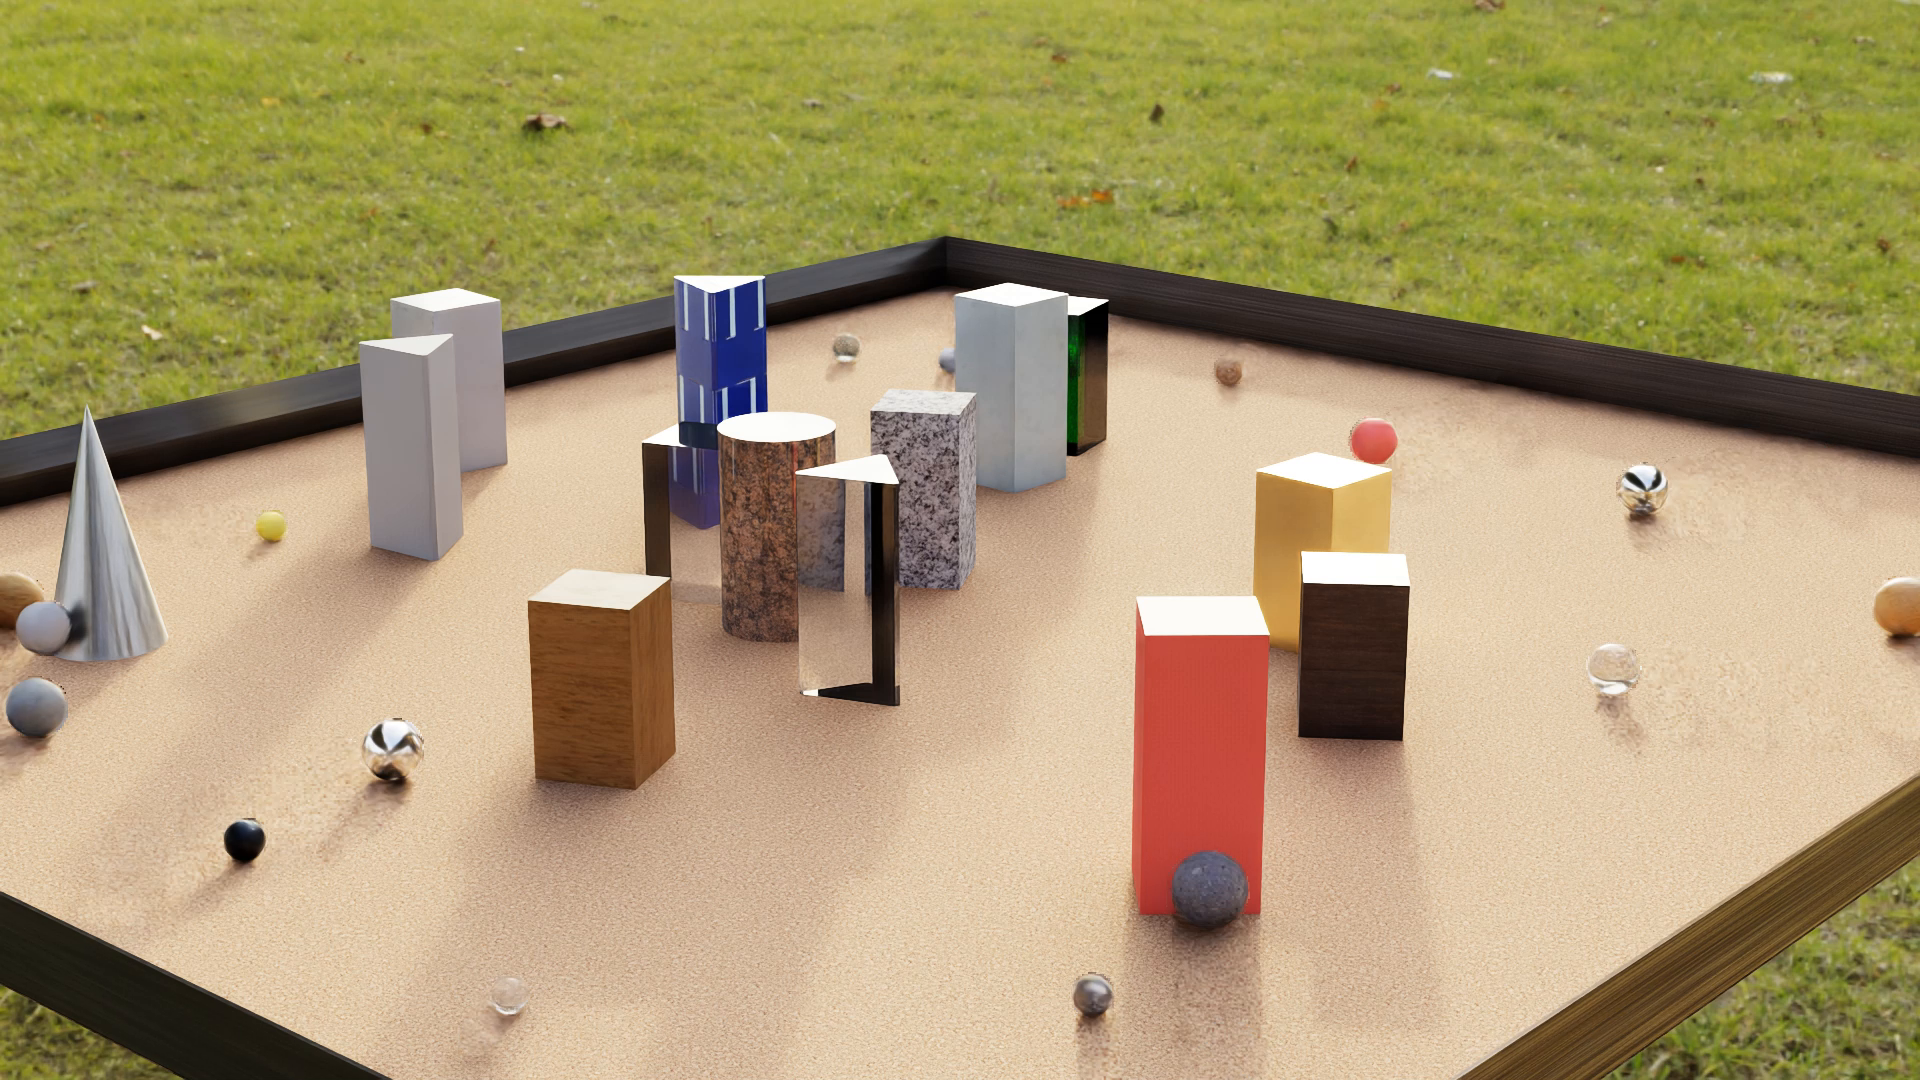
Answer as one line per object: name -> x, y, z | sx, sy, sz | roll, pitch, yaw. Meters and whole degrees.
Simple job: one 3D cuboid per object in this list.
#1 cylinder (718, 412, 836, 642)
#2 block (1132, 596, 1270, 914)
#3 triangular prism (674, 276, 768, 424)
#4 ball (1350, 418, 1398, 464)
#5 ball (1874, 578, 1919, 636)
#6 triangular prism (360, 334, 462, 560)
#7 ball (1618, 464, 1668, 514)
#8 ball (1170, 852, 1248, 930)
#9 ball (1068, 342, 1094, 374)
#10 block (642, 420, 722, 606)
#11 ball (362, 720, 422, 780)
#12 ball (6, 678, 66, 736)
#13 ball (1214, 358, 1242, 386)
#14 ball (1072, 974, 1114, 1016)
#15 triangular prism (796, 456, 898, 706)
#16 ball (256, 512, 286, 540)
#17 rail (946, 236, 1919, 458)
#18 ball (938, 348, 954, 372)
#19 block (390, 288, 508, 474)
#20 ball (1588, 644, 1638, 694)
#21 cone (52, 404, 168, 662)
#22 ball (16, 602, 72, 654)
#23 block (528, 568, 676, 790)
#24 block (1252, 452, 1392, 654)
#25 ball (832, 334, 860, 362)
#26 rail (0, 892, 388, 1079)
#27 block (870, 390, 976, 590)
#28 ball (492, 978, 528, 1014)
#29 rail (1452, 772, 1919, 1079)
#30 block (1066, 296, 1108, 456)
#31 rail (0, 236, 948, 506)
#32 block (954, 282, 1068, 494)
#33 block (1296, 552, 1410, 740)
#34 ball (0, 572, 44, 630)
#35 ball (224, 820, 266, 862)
cylinder -> -0.305, -0.023, 4.928 | 0.197, 0.346, 0.197 | 0, 17, 0
block -> 0.313, 0.282, 3.850 | 0.158, 0.385, 0.158 | 0, 17, -1
triangular prism -> -0.480, -0.280, 5.613 | 0.148, 0.442, 0.171 | 10, 19, 29
ball -> 0.841, -0.201, 5.957 | 0.094, 0.094, 0.094 | 0, 17, 0
ball -> 1.581, 0.112, 4.911 | 0.098, 0.098, 0.098 | 0, 17, 0
triangular prism -> -0.976, -0.177, 5.376 | 0.171, 0.383, 0.148 | 12, 21, 35
ball -> 1.307, -0.096, 5.608 | 0.095, 0.095, 0.095 | 0, 17, 0
ball -> 0.320, 0.450, 3.767 | 0.099, 0.099, 0.099 | 0, 17, 0
ball -> 0.267, -0.416, 6.698 | 0.077, 0.077, 0.077 | 0, 17, 0
block -> -0.445, -0.048, 5.128 | 0.158, 0.278, 0.158 | 7, 18, 21
ball -> -0.829, 0.307, 4.280 | 0.088, 0.088, 0.088 | 0, 17, 0
ball -> -1.404, 0.255, 4.455 | 0.088, 0.088, 0.088 | 0, 17, 0
ball -> 0.605, -0.380, 6.605 | 0.062, 0.062, 0.062 | 0, 17, 0
ball -> 0.160, 0.550, 3.540 | 0.050, 0.050, 0.050 | 0, 17, 0
triangular prism -> -0.149, 0.058, 4.632 | 0.171, 0.362, 0.148 | 6, 18, 20
ball -> -1.279, -0.026, 5.444 | 0.055, 0.055, 0.055 | 0, 17, 0
rail -> 1.276, -0.392, 6.527 | 3.520, 0.128, 0.045 | 14, 22, 39
ball -> -0.021, -0.413, 6.722 | 0.058, 0.058, 0.058 | 0, 17, 0
block -> -1.032, -0.320, 5.925 | 0.158, 0.339, 0.158 | -15, 22, -40
ball -> 1.033, 0.204, 4.637 | 0.080, 0.080, 0.080 | 0, 17, 0
cone -> -1.421, -0.027, 4.828 | 0.197, 0.413, 0.197 | 0, 17, 0
ball -> -1.488, 0.142, 4.759 | 0.086, 0.086, 0.086 | 0, 17, 0
block -> -0.524, 0.203, 4.303 | 0.158, 0.275, 0.158 | 5, 17, 16
block -> 0.598, 0.027, 4.852 | 0.158, 0.295, 0.158 | 16, 23, 42
ball -> -0.265, -0.447, 6.823 | 0.064, 0.064, 0.064 | 0, 17, 0
rail -> -1.276, 0.456, 3.713 | 3.520, 0.128, 0.045 | 14, 22, 39
block -> -0.064, -0.091, 5.202 | 0.158, 0.318, 0.158 | 3, 17, 11
ball -> -0.544, 0.551, 3.545 | 0.044, 0.044, 0.044 | 0, 17, 0
rail -> 1.311, 0.361, 4.030 | 0.045, 0.128, 3.940 | 14, 22, 39
block -> 0.203, -0.343, 6.076 | 0.158, 0.297, 0.158 | 8, 18, 24
rail -> -1.311, -0.296, 6.210 | 0.045, 0.128, 3.940 | 14, 22, 39
block -> 0.101, -0.303, 5.806 | 0.158, 0.375, 0.158 | 15, 22, 40
block -> 0.600, 0.161, 4.489 | 0.158, 0.247, 0.158 | 2, 17, 5
ball -> -1.596, 0.103, 4.943 | 0.097, 0.097, 0.097 | 0, 17, 0
ball -> -0.975, 0.409, 3.996 | 0.057, 0.057, 0.057 | 0, 17, 0
